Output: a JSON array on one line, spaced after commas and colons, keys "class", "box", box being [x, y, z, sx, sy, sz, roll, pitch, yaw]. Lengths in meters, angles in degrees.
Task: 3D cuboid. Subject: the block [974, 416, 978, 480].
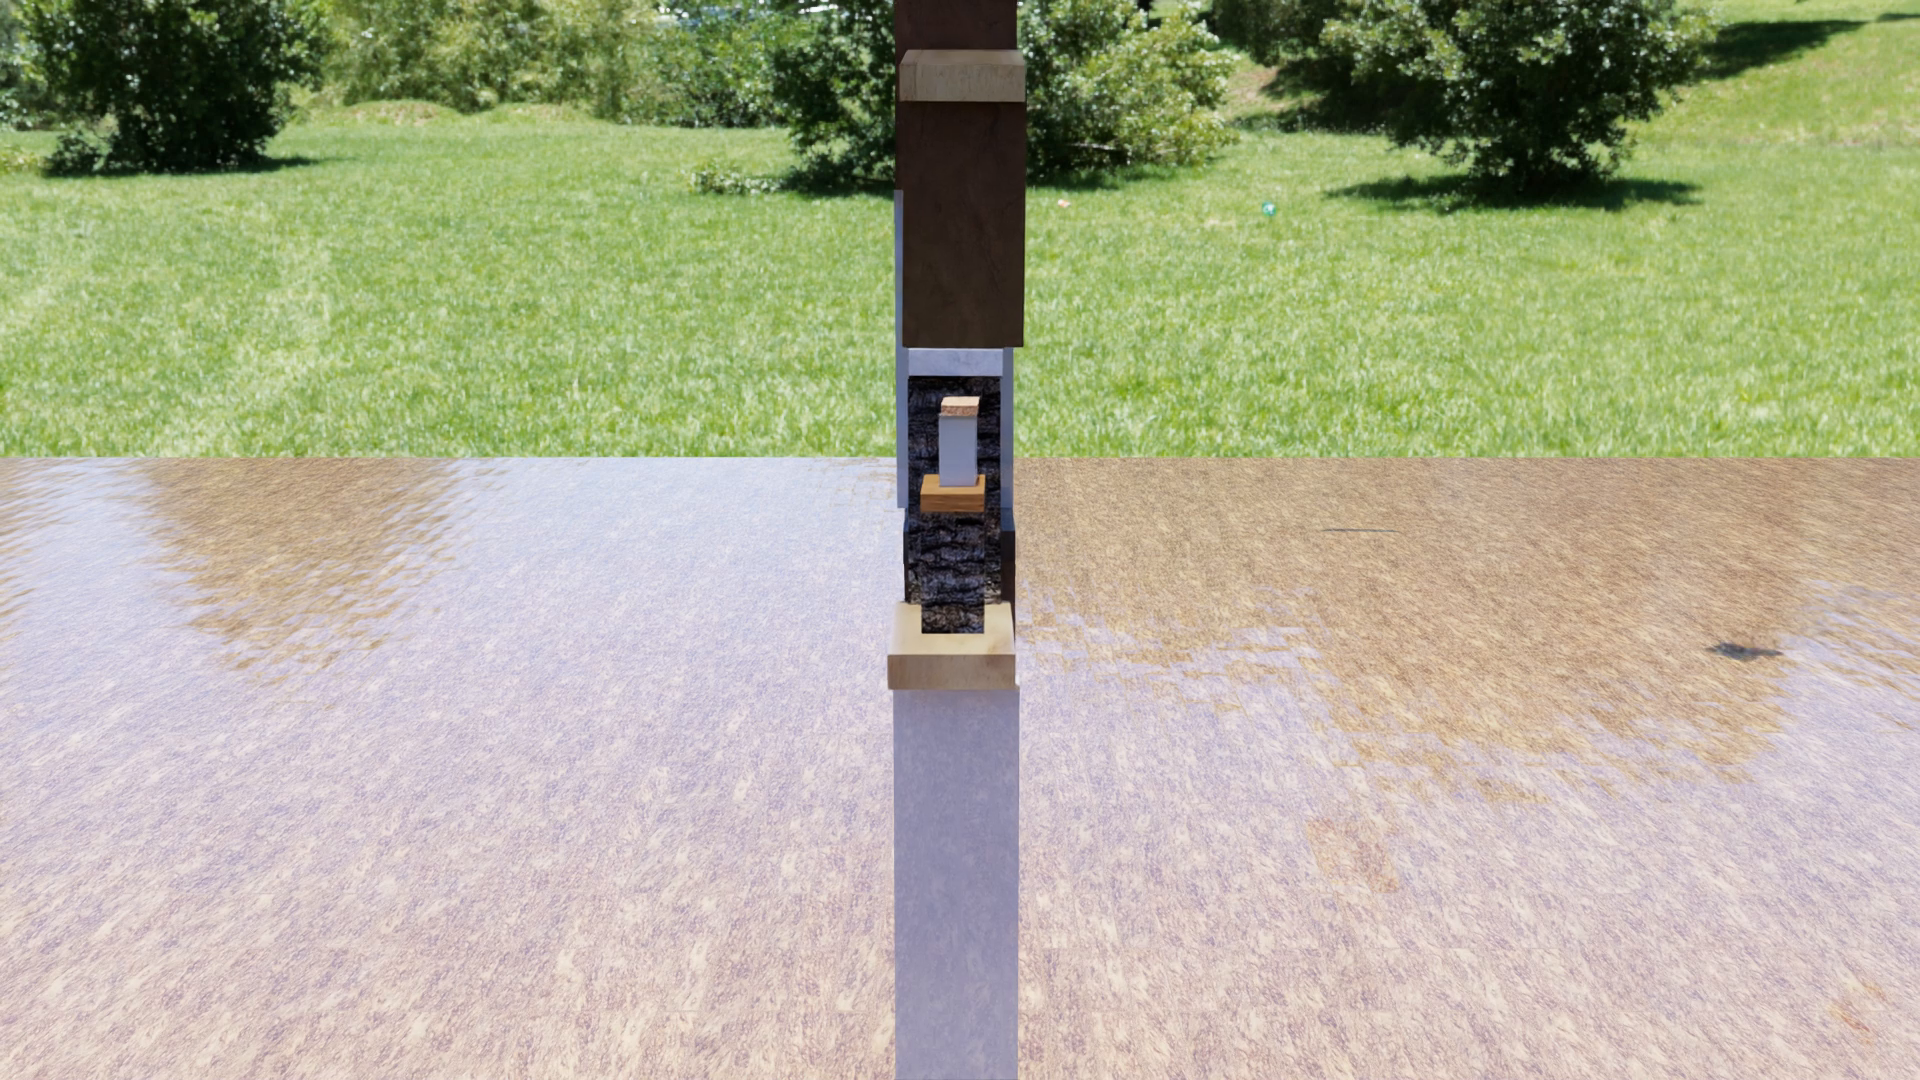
[{"class": "block", "box": [0.000, -0.128, 2.906, 0.047, 0.094, 0.013, 0, 10, 1]}]

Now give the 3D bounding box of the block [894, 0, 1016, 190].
[{"class": "block", "box": [-0.007, -0.691, 3.217, 0.177, 0.354, 0.050, 0, 11, 0]}]

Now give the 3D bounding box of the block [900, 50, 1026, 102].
[{"class": "block", "box": [0.005, -0.636, 3.000, 0.162, 0.046, 0.325, 1, 16, 0]}]

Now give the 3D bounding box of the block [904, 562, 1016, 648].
[{"class": "block", "box": [0.000, 0.184, 3.286, 0.164, 0.328, 0.046, 0, 11, 0]}]

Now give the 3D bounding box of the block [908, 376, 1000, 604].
[{"class": "block", "box": [-0.008, -0.070, 3.002, 0.125, 0.317, 0.035, 0, 10, 0]}]

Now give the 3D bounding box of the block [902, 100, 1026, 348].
[{"class": "block", "box": [0.005, -0.422, 2.932, 0.162, 0.325, 0.046, 0, 11, 0]}]

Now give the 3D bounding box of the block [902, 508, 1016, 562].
[{"class": "block", "box": [-0.001, -0.020, 3.360, 0.164, 0.046, 0.328, 0, 11, 0]}]

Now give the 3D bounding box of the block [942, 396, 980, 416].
[{"class": "block", "box": [0.001, -0.174, 2.864, 0.047, 0.013, 0.094, 0, 10, 2]}]

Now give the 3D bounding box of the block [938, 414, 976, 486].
[{"class": "block", "box": [-0.004, -0.116, 2.843, 0.047, 0.094, 0.013, 0, 11, 1]}]

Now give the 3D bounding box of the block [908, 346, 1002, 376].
[{"class": "block", "box": [-0.006, -0.263, 3.051, 0.125, 0.035, 0.250, 0, 12, 0]}]

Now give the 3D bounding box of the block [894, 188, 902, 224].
[{"class": "block", "box": [-0.008, -0.528, 3.449, 0.180, 0.051, 0.359, 0, 10, 0]}]

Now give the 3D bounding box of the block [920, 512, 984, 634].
[{"class": "block", "box": [-0.010, 0.039, 2.836, 0.081, 0.162, 0.023, 0, 12, 0]}]

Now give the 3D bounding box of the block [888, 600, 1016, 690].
[{"class": "block", "box": [-0.011, 0.135, 2.887, 0.159, 0.045, 0.319, 0, 10, 0]}]

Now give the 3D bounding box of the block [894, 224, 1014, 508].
[{"class": "block", "box": [-0.008, -0.268, 3.375, 0.180, 0.434, 0.051, 0, 10, 0]}]

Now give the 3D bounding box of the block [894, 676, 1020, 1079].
[{"class": "block", "box": [-0.004, 0.456, 2.837, 0.159, 0.567, 0.045, 0, 10, 0]}]

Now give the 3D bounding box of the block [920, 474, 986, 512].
[{"class": "block", "box": [-0.008, -0.062, 2.871, 0.081, 0.023, 0.162, 0, 10, 1]}]
